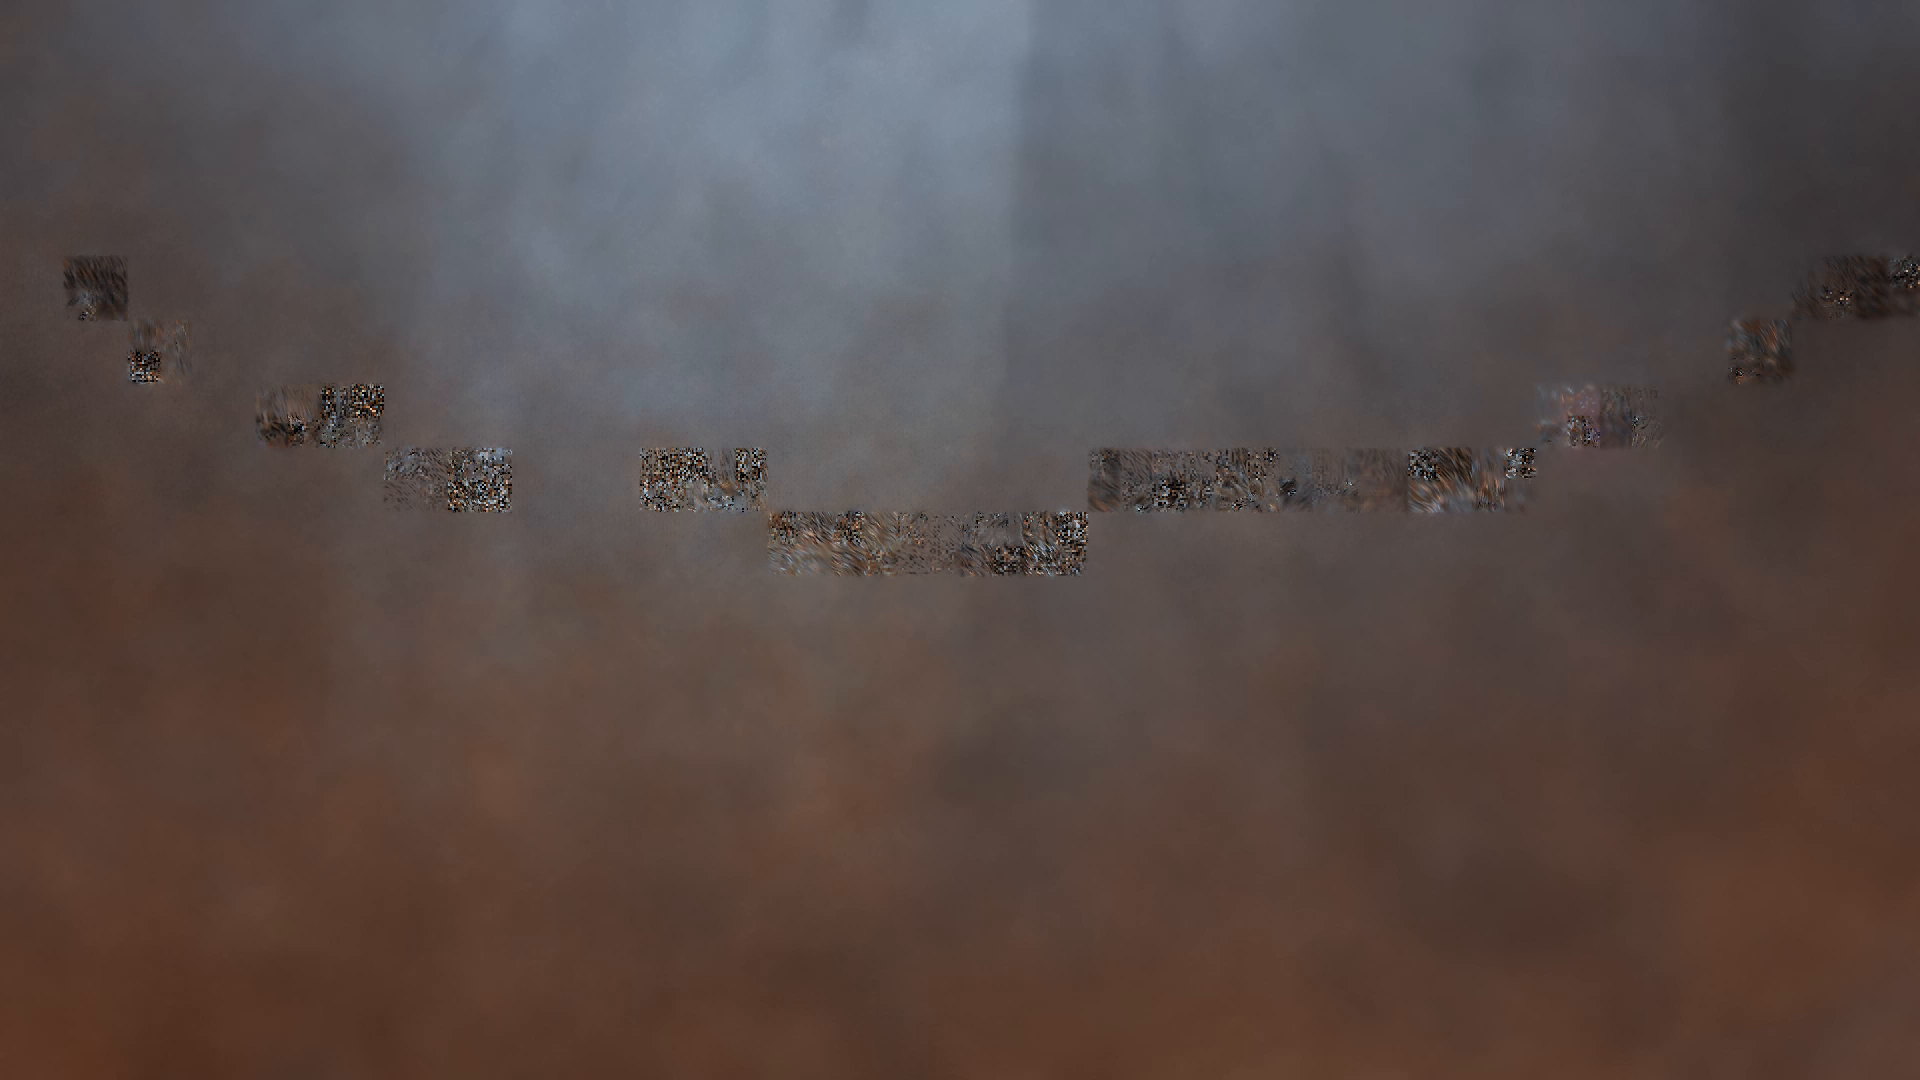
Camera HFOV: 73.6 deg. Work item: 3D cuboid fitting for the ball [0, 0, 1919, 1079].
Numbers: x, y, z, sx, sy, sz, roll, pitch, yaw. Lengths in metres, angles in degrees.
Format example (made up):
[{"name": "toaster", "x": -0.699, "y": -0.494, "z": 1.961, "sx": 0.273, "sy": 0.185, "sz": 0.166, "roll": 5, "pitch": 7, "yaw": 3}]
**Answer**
[{"name": "ball", "x": 0.000, "y": -0.002, "z": 0.056, "sx": 0.080, "sy": 0.080, "sz": 0.080, "roll": 0, "pitch": 4, "yaw": 0}]
